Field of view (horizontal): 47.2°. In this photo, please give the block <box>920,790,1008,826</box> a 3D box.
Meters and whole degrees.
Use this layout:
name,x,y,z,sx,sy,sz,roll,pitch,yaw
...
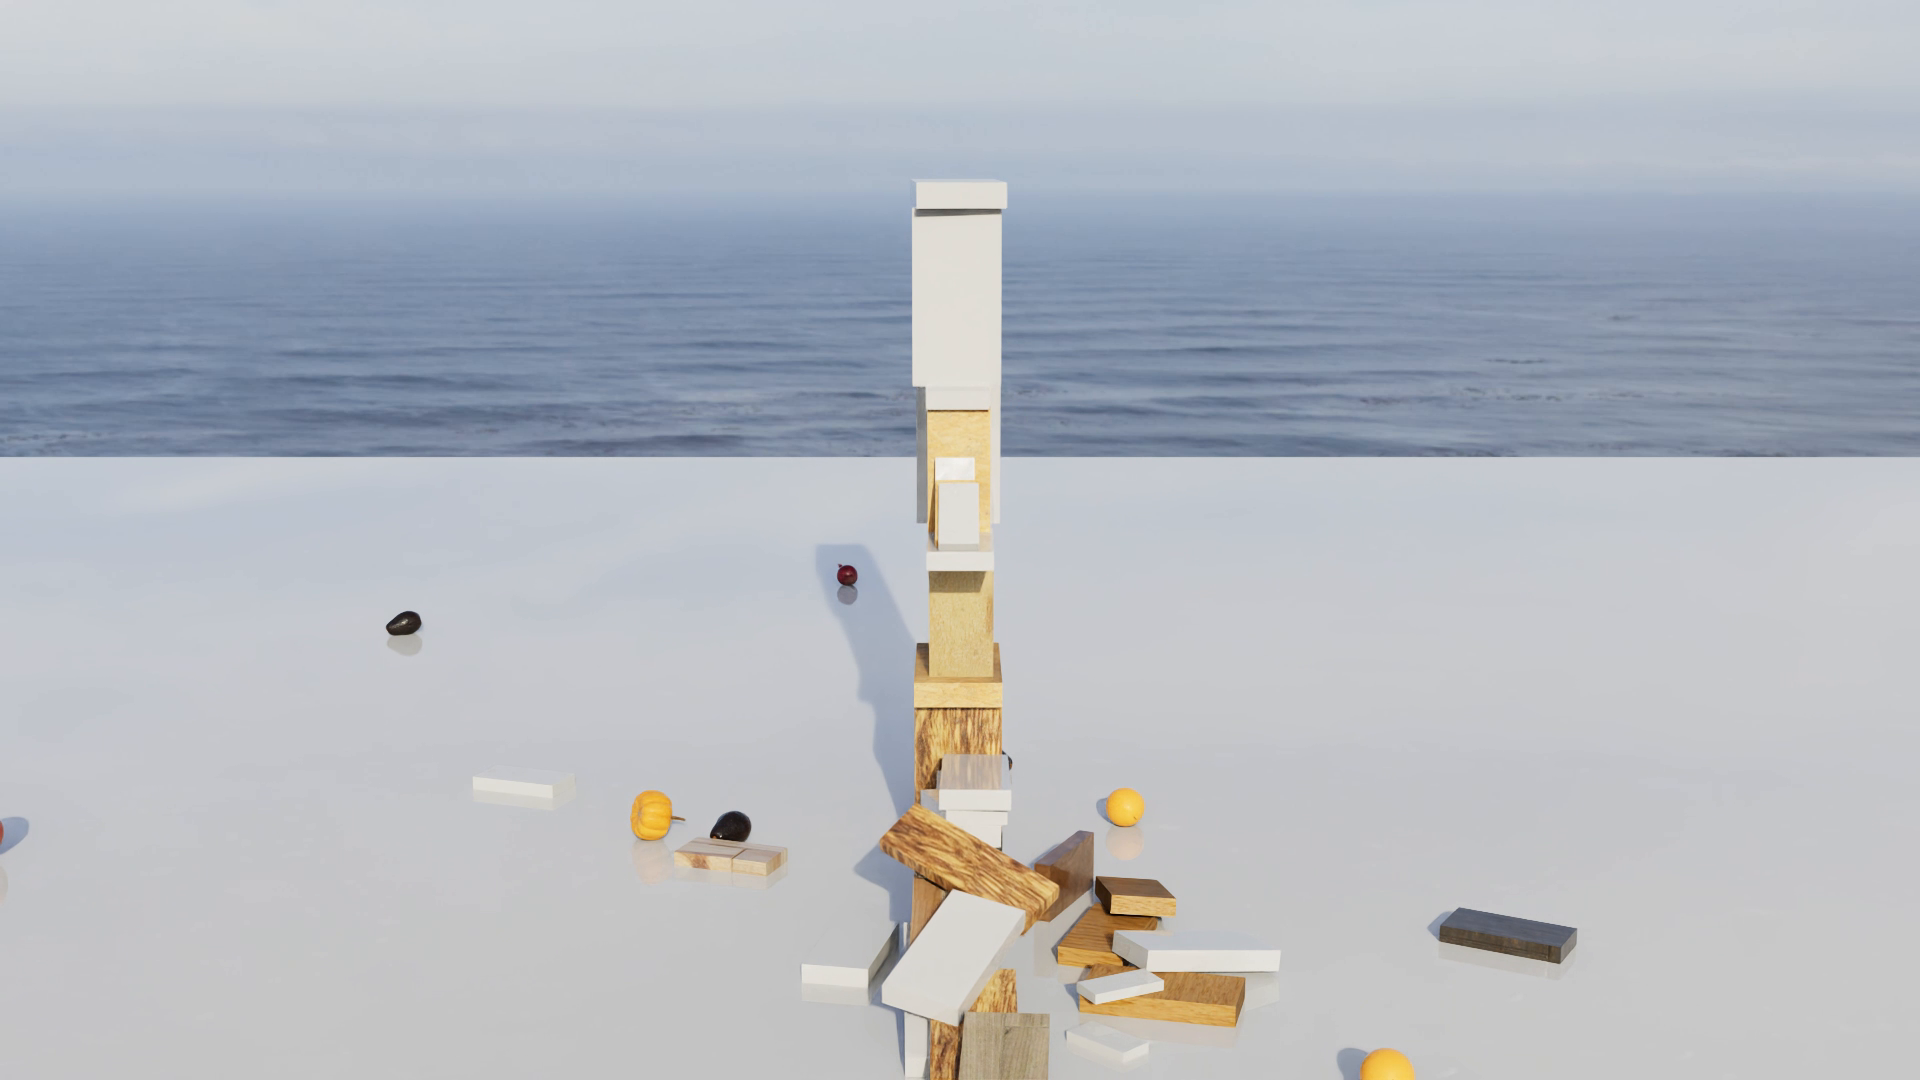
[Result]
name,x,y,z,sx,sy,sz,roll,pitch,yaw
block,0.005,0.416,3.430,0.095,0.027,0.190,0,3,-13

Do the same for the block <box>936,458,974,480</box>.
name,x,y,z,sx,sy,sz,roll,pitch,yaw
block,-0.008,-0.072,3.660,0.065,0.130,0.018,0,-6,0

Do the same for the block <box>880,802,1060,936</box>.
name,x,y,z,sx,sy,sz,roll,pitch,yaw
block,0.012,0.480,3.223,0.266,0.025,0.087,27,51,29

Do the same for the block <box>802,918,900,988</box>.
name,x,y,z,sx,sy,sz,roll,pitch,yaw
block,-0.166,0.631,3.371,0.102,0.029,0.204,2,11,11

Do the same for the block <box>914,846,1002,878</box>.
name,x,y,z,sx,sy,sz,roll,pitch,yaw
block,0.000,0.481,3.368,0.113,0.032,0.226,1,2,5

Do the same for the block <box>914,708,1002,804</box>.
name,x,y,z,sx,sy,sz,roll,pitch,yaw
block,-0.003,0.417,3.786,0.148,0.297,0.042,0,10,0

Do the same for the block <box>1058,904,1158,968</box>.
name,x,y,z,sx,sy,sz,roll,pitch,yaw
block,0.232,0.619,3.432,0.102,0.029,0.204,4,11,19

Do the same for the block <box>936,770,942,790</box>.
name,x,y,z,sx,sy,sz,roll,pitch,yaw
block,-0.002,0.442,3.687,0.077,0.022,0.155,1,31,1

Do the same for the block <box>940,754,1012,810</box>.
name,x,y,z,sx,sy,sz,roll,pitch,yaw
block,0.024,0.384,3.509,0.108,0.031,0.379,1,3,0

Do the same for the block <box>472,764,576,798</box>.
name,x,y,z,sx,sy,sz,roll,pitch,yaw
block,-0.844,0.467,4.261,0.175,0.025,0.087,4,11,19

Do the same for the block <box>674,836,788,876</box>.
name,x,y,z,sx,sy,sz,roll,pitch,yaw
block,-0.398,0.549,3.820,0.175,0.025,0.087,4,11,20

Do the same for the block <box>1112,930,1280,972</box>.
name,x,y,z,sx,sy,sz,roll,pitch,yaw
block,0.356,0.619,3.315,0.225,0.032,0.112,5,4,-23

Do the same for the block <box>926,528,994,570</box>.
name,x,y,z,sx,sy,sz,roll,pitch,yaw
block,0.001,0.014,3.638,0.108,0.031,0.217,0,11,0

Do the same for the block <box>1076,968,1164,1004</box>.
name,x,y,z,sx,sy,sz,roll,pitch,yaw
block,0.231,0.643,3.169,0.115,0.015,0.053,-5,12,-27

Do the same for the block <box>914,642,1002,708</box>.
name,x,y,z,sx,sy,sz,roll,pitch,yaw
block,-0.004,0.234,3.844,0.148,0.042,0.297,0,10,0

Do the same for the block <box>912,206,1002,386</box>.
name,x,y,z,sx,sy,sz,roll,pitch,yaw
block,-0.005,-0.409,3.703,0.149,0.298,0.042,0,11,1

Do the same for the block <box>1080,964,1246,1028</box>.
name,x,y,z,sx,sy,sz,roll,pitch,yaw
block,0.295,0.661,3.198,0.225,0.032,0.112,3,11,14

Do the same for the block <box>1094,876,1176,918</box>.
name,x,y,z,sx,sy,sz,roll,pitch,yaw
block,0.281,0.574,3.547,0.102,0.029,0.204,4,-1,-3

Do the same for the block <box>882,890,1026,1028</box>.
name,x,y,z,sx,sy,sz,roll,pitch,yaw
block,-0.007,0.577,3.050,0.113,0.032,0.226,13,32,21

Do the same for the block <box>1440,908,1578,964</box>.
name,x,y,z,sx,sy,sz,roll,pitch,yaw
block,0.858,0.618,3.443,0.190,0.027,0.095,6,12,30

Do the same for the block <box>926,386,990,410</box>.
name,x,y,z,sx,sy,sz,roll,pitch,yaw
block,-0.005,-0.250,3.743,0.105,0.030,0.211,0,11,-1

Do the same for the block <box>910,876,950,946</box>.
name,x,y,z,sx,sy,sz,roll,pitch,yaw
block,-0.012,0.559,3.178,0.117,0.033,0.234,1,22,0

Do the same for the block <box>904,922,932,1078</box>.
name,x,y,z,sx,sy,sz,roll,pitch,yaw
block,-0.019,0.641,3.089,0.117,0.033,0.307,0,26,-2

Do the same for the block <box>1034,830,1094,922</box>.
name,x,y,z,sx,sy,sz,roll,pitch,yaw
block,0.172,0.551,3.618,0.027,0.095,0.190,5,12,25

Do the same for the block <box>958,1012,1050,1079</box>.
name,x,y,z,sx,sy,sz,roll,pitch,yaw
block,0.054,0.707,2.770,0.112,0.032,0.345,1,22,3

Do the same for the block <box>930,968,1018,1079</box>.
name,x,y,z,sx,sy,sz,roll,pitch,yaw
block,0.019,0.663,2.966,0.117,0.033,0.234,0,26,0

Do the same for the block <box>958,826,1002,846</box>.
name,x,y,z,sx,sy,sz,roll,pitch,yaw
block,0.006,0.443,3.494,0.113,0.032,0.310,1,3,0

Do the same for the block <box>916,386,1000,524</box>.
name,x,y,z,sx,sy,sz,roll,pitch,yaw
block,-0.003,-0.312,3.918,0.149,0.567,0.042,0,10,1

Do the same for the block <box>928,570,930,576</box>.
name,x,y,z,sx,sy,sz,roll,pitch,yaw
block,-0.003,-0.093,3.837,0.105,0.314,0.030,0,11,0

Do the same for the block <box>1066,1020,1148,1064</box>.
name,x,y,z,sx,sy,sz,roll,pitch,yaw
block,0.205,0.697,3.054,0.053,0.015,0.105,-10,15,-44

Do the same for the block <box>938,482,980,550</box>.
name,x,y,z,sx,sy,sz,roll,pitch,yaw
block,-0.002,-0.038,3.574,0.065,0.018,0.130,0,50,0

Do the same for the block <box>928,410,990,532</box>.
name,x,y,z,sx,sy,sz,roll,pitch,yaw
block,-0.002,-0.119,3.695,0.105,0.211,0.030,0,11,0

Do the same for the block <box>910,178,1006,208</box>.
name,x,y,z,sx,sy,sz,roll,pitch,yaw
block,-0.006,-0.594,3.766,0.149,0.042,0.298,-1,10,-3

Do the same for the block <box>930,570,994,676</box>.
name,x,y,z,sx,sy,sz,roll,pitch,yaw
block,0.002,0.123,3.732,0.108,0.217,0.031,0,10,0

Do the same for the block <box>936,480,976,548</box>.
name,x,y,z,sx,sy,sz,roll,pitch,yaw
block,-0.007,-0.044,3.603,0.065,0.018,0.131,0,50,0
